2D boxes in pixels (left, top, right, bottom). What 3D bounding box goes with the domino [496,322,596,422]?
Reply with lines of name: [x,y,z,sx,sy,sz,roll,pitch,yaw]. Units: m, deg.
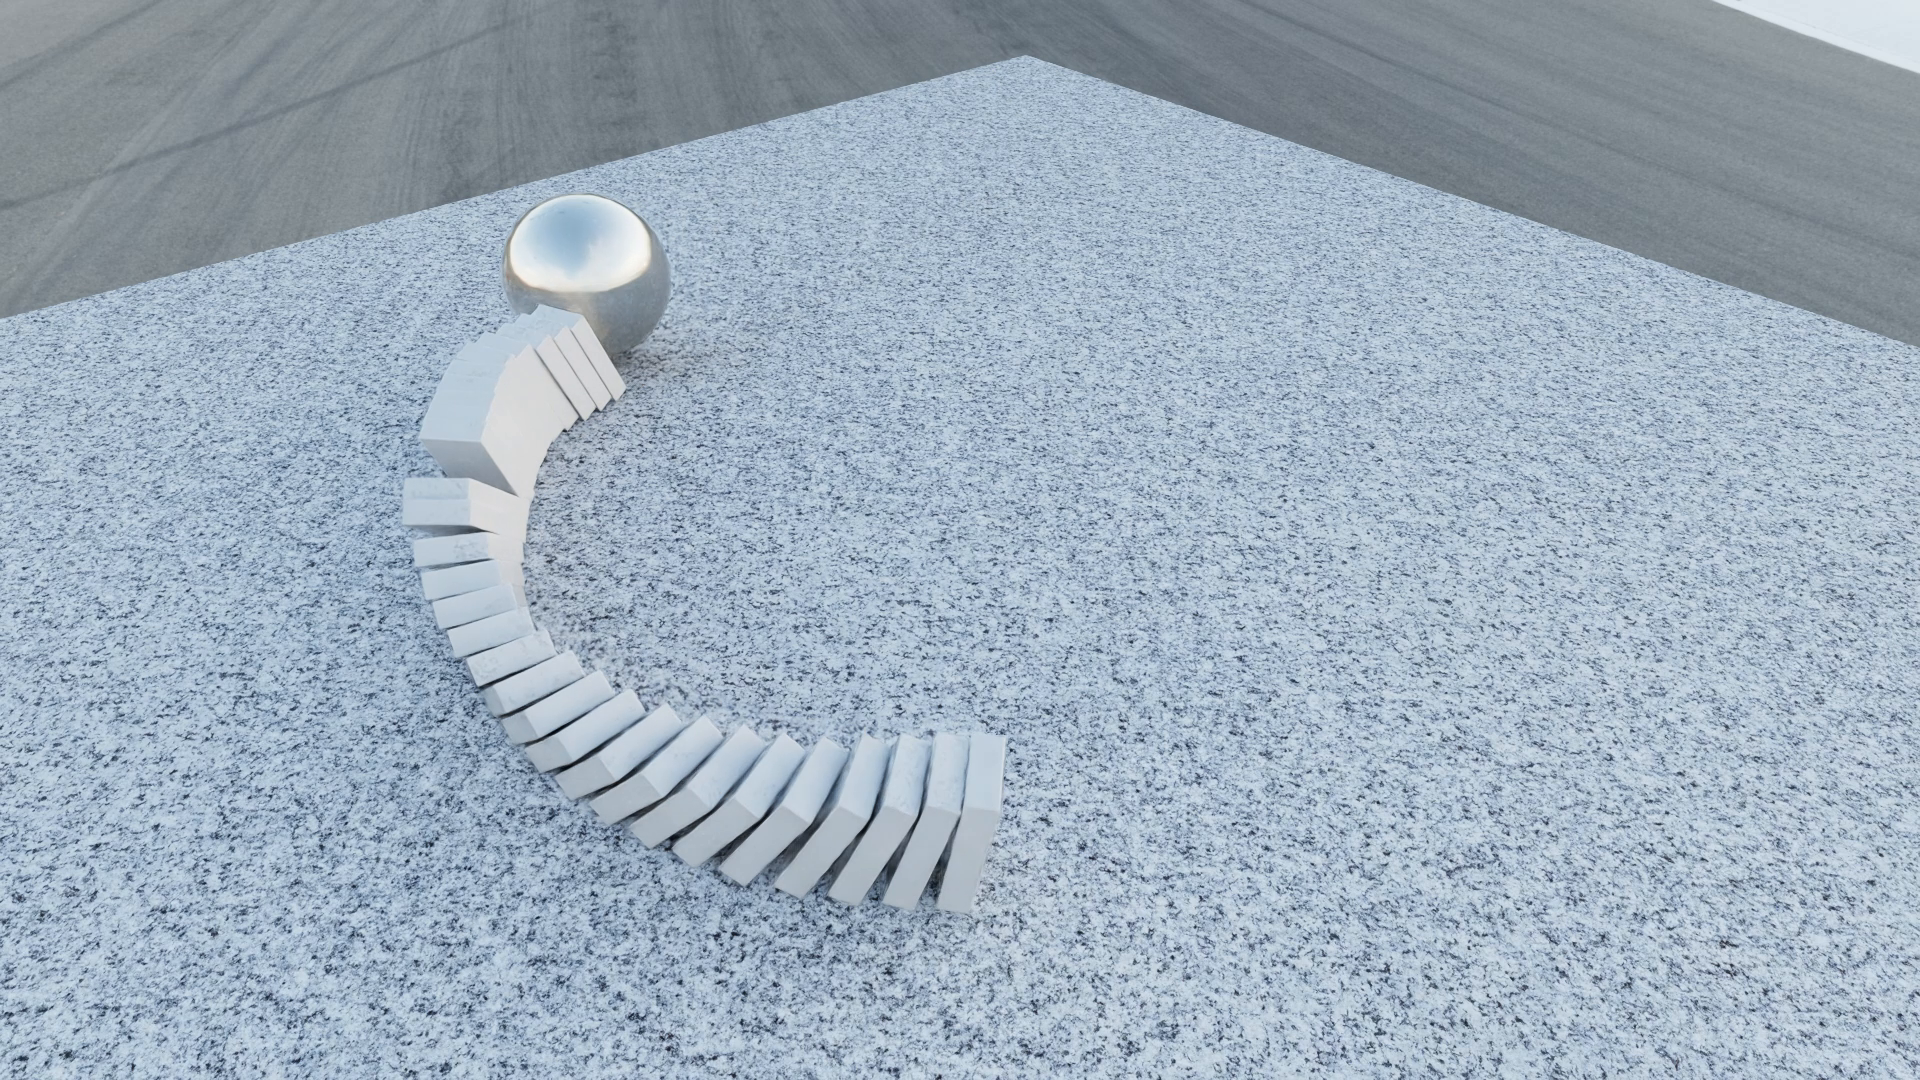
domino: [-0.190,-0.076,0.505,0.025,0.050,0.010,17,62,19]

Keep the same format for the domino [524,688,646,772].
domino: [-0.118,0.060,0.344,0.025,0.050,0.009,-34,95,-34]

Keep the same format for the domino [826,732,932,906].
domino: [-0.023,0.080,0.314,0.009,0.050,0.025,22,39,-8]

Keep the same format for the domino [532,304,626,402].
domino: [-0.179,-0.087,0.518,0.025,0.050,0.009,17,62,19]

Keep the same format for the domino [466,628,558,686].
domino: [-0.151,0.040,0.370,0.025,0.009,0.050,-22,2,-25]

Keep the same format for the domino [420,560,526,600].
domino: [-0.177,0.015,0.402,0.025,0.010,0.050,-11,0,-13]

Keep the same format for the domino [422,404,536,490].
domino: [-0.198,-0.037,0.456,0.025,0.050,0.009,4,59,5]

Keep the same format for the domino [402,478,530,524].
domino: [-0.194,-0.015,0.434,0.025,0.050,0.009,0,82,4]

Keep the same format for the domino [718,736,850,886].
domino: [-0.051,0.079,0.317,0.010,0.050,0.025,36,43,-6]

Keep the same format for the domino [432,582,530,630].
domino: [-0.169,0.024,0.391,0.025,0.010,0.050,-15,1,-18]

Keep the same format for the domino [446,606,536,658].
domino: [-0.161,0.032,0.380,0.025,0.010,0.050,-19,2,-21]

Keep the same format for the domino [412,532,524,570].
domino: [-0.183,0.005,0.413,0.025,0.010,0.050,-7,-2,-9]

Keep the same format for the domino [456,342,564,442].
domino: [-0.200,-0.065,0.491,0.025,0.050,0.010,17,62,19]

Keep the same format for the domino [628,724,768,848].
domino: [-0.078,0.074,0.326,0.010,0.050,0.025,46,47,-6]

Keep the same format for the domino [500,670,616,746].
domino: [-0.130,0.054,0.352,0.025,0.009,0.050,-30,4,-32]

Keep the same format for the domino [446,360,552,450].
domino: [-0.201,-0.057,0.481,0.025,0.050,0.009,9,59,11]

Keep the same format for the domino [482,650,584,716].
domino: [-0.141,0.047,0.361,0.025,0.009,0.050,-26,3,-29]

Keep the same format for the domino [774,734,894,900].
domino: [-0.037,0.080,0.315,0.009,0.050,0.025,28,40,-9]

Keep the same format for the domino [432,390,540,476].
domino: [-0.199,-0.043,0.464,0.025,0.050,0.009,4,59,5]

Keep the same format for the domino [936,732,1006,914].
domino: [0.003,0.081,0.312,0.010,0.050,0.025,11,40,-2]

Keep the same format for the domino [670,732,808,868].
domino: [-0.065,0.077,0.321,0.009,0.050,0.025,42,45,-6]

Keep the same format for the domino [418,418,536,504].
domino: [-0.196,-0.030,0.448,0.025,0.050,0.009,3,59,4]

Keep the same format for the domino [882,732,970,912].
domino: [-0.010,0.080,0.313,0.009,0.050,0.025,16,39,-6]

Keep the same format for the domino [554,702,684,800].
domino: [-0.105,0.065,0.337,0.025,0.050,0.009,-39,96,-37]

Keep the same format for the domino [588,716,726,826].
domino: [-0.092,0.070,0.331,0.009,0.050,0.025,51,49,-6]

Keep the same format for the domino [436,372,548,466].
domino: [-0.200,-0.051,0.473,0.025,0.050,0.009,8,59,10]

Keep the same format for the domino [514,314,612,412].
domino: [-0.185,-0.082,0.511,0.025,0.050,0.009,17,62,19]

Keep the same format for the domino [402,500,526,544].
domino: [-0.190,-0.007,0.425,0.025,0.050,0.010,0,82,1]

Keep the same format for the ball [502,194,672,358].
ball: [-0.185,-0.131,0.548,0.080,0.080,0.080,0,39,0]

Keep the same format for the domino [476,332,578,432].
domino: [-0.196,-0.071,0.498,0.025,0.050,0.009,17,62,19]
